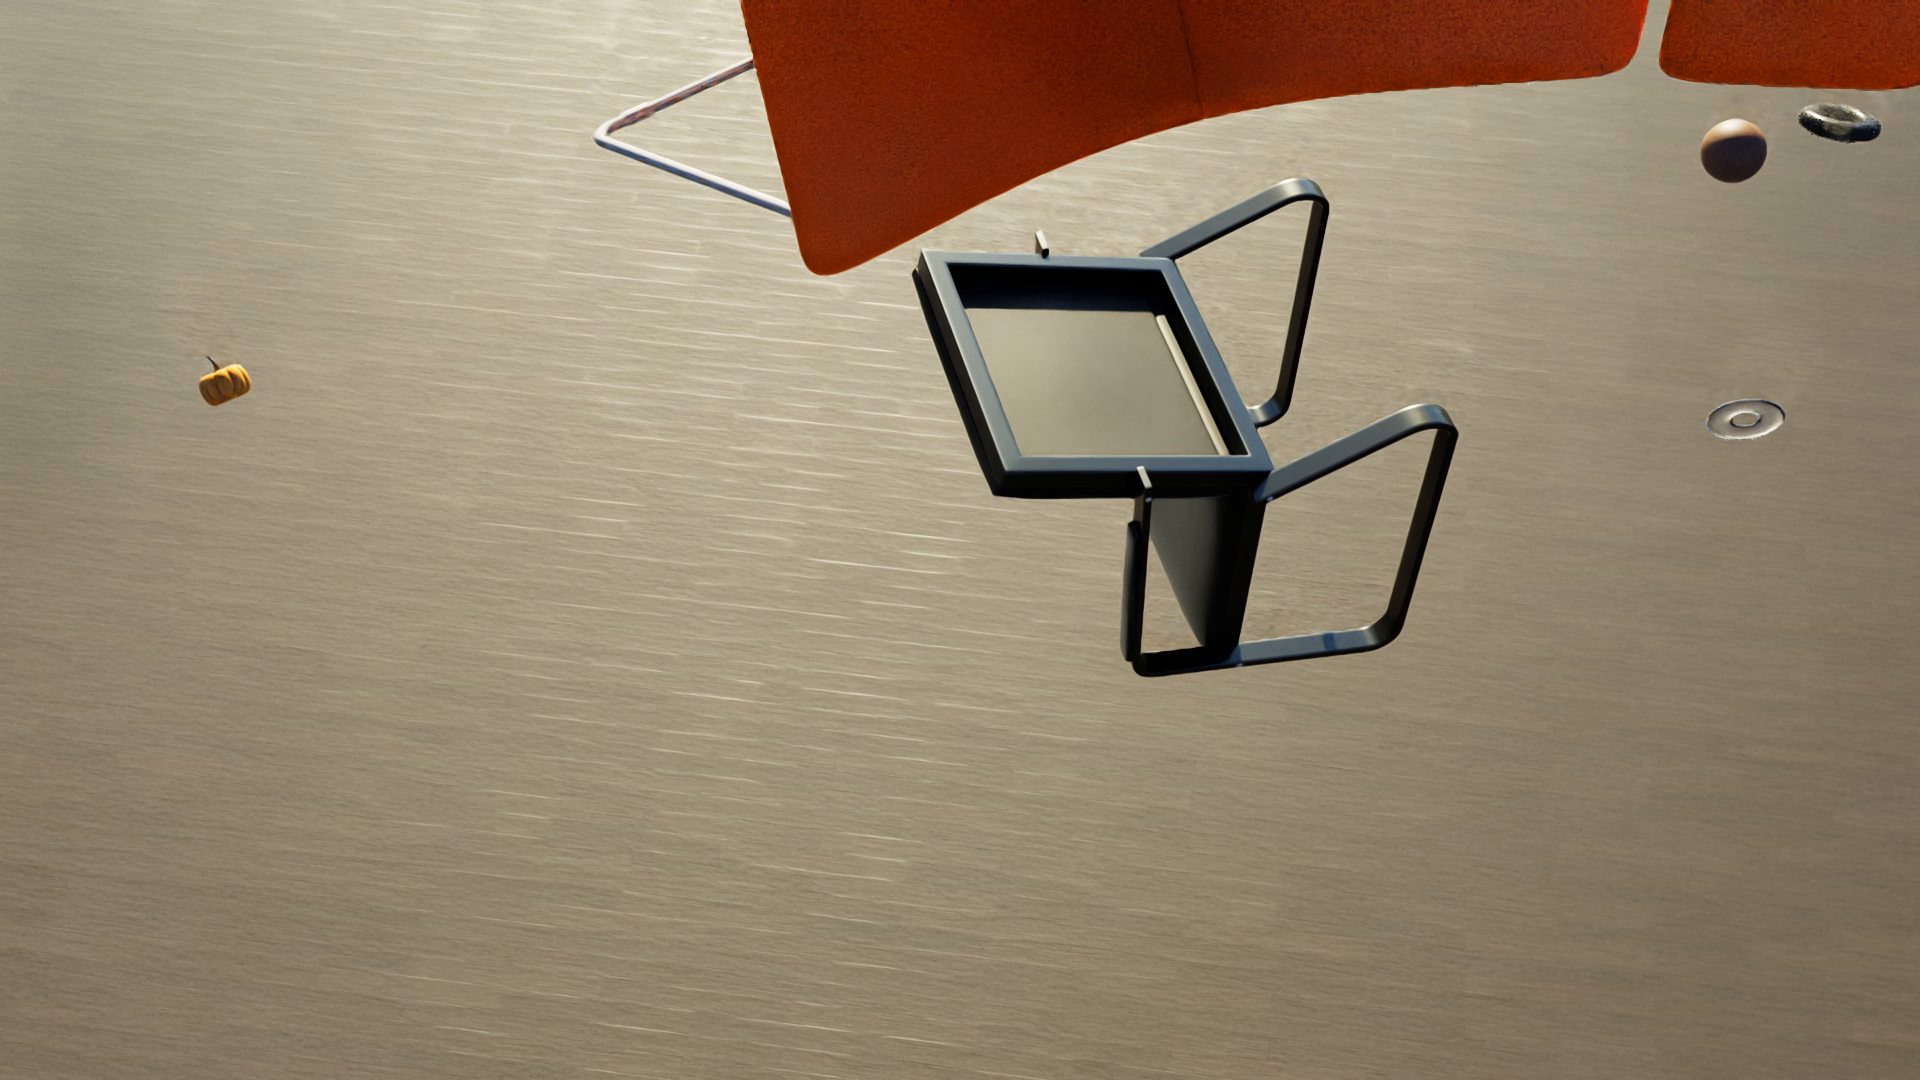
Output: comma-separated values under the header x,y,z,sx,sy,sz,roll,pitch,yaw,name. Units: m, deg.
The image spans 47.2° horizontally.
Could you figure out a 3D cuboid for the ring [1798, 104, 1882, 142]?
x,y,z,sx,sy,sz,roll,pitch,yaw,name
1.921,-0.911,4.803,0.132,0.044,0.184,-26,39,-31,ring
